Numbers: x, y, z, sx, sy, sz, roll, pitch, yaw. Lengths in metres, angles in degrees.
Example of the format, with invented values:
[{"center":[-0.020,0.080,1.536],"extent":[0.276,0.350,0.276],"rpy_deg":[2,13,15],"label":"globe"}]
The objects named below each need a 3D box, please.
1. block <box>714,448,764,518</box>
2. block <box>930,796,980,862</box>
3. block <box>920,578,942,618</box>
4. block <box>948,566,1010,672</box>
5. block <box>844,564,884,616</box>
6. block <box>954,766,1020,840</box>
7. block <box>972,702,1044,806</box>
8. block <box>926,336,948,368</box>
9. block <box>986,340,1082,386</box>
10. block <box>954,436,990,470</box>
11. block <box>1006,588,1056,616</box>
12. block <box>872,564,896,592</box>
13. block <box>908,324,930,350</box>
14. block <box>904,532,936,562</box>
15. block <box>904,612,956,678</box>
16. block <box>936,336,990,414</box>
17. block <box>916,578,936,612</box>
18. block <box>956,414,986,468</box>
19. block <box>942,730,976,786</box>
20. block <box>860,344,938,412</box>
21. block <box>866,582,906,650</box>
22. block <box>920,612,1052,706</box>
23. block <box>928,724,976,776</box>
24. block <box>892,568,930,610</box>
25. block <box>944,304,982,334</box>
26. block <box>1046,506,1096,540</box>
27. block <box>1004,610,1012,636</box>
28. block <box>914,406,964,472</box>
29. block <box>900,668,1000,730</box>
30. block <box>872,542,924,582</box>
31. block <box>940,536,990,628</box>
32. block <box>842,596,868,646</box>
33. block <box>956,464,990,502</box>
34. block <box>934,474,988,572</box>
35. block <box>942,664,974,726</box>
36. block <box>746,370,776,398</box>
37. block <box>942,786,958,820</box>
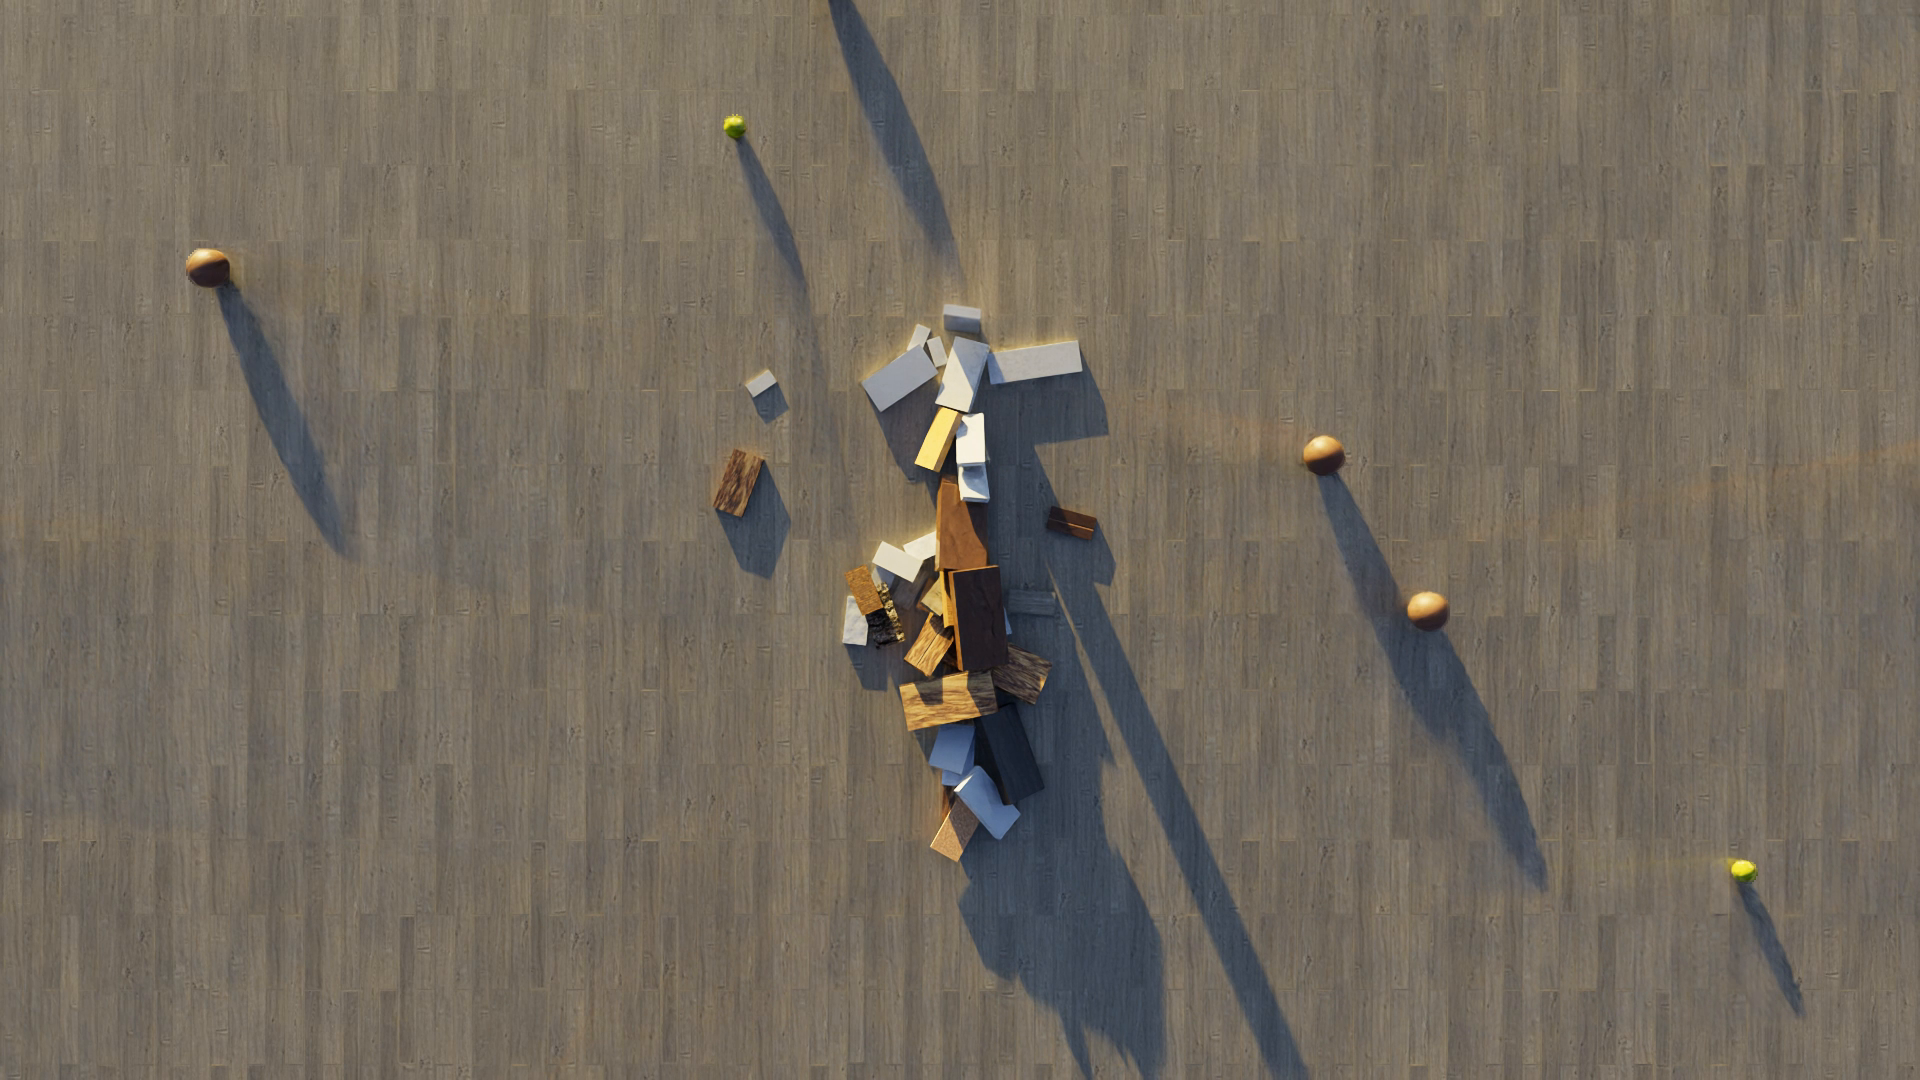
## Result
[{"center":[-0.737,-0.189,5.485],"extent":[0.103,0.029,0.206],"rpy_deg":[20,90,0],"label":"block"},{"center":[-0.004,0.951,5.457],"extent":[0.100,0.028,0.201],"rpy_deg":[29,90,0],"label":"block"},{"center":[-0.056,0.171,5.420],"extent":[0.078,0.022,0.156],"rpy_deg":[39,65,-3],"label":"block"},{"center":[0.062,0.253,5.341],"extent":[0.160,0.045,0.320],"rpy_deg":[-7,95,-18],"label":"block"},{"center":[-0.317,0.165,5.438],"extent":[0.077,0.022,0.154],"rpy_deg":[-23,91,-1],"label":"block"},{"center":[0.092,0.864,5.428],"extent":[0.113,0.032,0.227],"rpy_deg":[-47,109,-26],"label":"block"},{"center":[0.162,0.704,5.438],"extent":[0.152,0.043,0.303],"rpy_deg":[-19,90,-36],"label":"block"},{"center":[-0.074,-0.626,5.493],"extent":[0.047,0.013,0.094],"rpy_deg":[-18,90,0],"label":"block"},{"center":[0.247,-0.589,5.485],"extent":[0.308,0.029,0.103],"rpy_deg":[-8,90,0],"label":"block"},{"center":[0.032,-0.323,5.445],"extent":[0.091,0.026,0.183],"rpy_deg":[-16,63,-3],"label":"block"},{"center":[0.237,0.206,5.489],"extent":[0.156,0.022,0.078],"rpy_deg":[4,90,0],"label":"block"},{"center":[-0.246,0.098,5.490],"extent":[0.072,0.020,0.143],"rpy_deg":[22,90,0],"label":"block"},{"center":[-0.137,-0.666,5.493],"extent":[0.047,0.013,0.094],"rpy_deg":[23,90,0],"label":"block"},{"center":[-0.109,0.023,5.479],"extent":[0.143,0.020,0.072],"rpy_deg":[-24,82,-5],"label":"block"},{"center":[-0.088,0.336,5.396],"extent":[0.102,0.029,0.203],"rpy_deg":[34,73,0],"label":"block"},{"center":[0.010,-0.548,5.469],"extent":[0.117,0.033,0.233],"rpy_deg":[17,90,15],"label":"block"},{"center":[-0.101,0.184,5.492],"extent":[0.054,0.015,0.107],"rpy_deg":[24,90,0],"label":"block"},{"center":[0.035,-0.328,5.419],"extent":[0.091,0.026,0.183],"rpy_deg":[-3,63,4],"label":"block"},{"center":[-0.004,0.714,5.460],"extent":[0.100,0.028,0.201],"rpy_deg":[5,74,-1],"label":"block"},{"center":[-0.199,-0.537,5.476],"extent":[0.233,0.033,0.117],"rpy_deg":[-34,92,3],"label":"block"},{"center":[-0.261,0.251,5.465],"extent":[0.102,0.029,0.203],"rpy_deg":[-19,91,-1],"label":"block"},{"center":[0.076,0.383,5.449],"extent":[0.440,0.043,0.152],"rpy_deg":[26,74,-2],"label":"block"},{"center":[-0.017,0.650,5.446],"extent":[0.113,0.032,0.227],"rpy_deg":[17,75,3],"label":"block"},{"center":[-0.167,0.154,5.490],"extent":[0.072,0.020,0.143],"rpy_deg":[29,90,0],"label":"block"},{"center":[0.007,-0.714,5.330],"extent":[0.117,0.340,0.033],"rpy_deg":[8,90,0],"label":"block"},{"center":[0.370,-0.056,5.489],"extent":[0.154,0.022,0.077],"rpy_deg":[15,90,0],"label":"block"},{"center":[0.092,0.226,5.454],"extent":[0.102,0.029,0.203],"rpy_deg":[-14,78,-13],"label":"block"},{"center":[-0.069,-0.333,5.451],"extent":[0.029,0.103,0.206],"rpy_deg":[23,90,-40],"label":"block"},{"center":[-0.034,0.518,5.387],"extent":[0.303,0.043,0.152],"rpy_deg":[-13,85,8],"label":"block"},{"center":[-0.205,0.073,5.456],"extent":[0.154,0.022,0.077],"rpy_deg":[26,91,11],"label":"block"},{"center":[0.019,0.126,5.417],"extent":[0.160,0.045,0.320],"rpy_deg":[0,76,-18],"label":"block"},{"center":[-0.342,0.269,5.489],"extent":[0.078,0.022,0.156],"rpy_deg":[6,90,0],"label":"block"},{"center":[0.041,-0.209,5.429],"extent":[0.091,0.026,0.183],"rpy_deg":[4,57,-18],"label":"block"},{"center":[0.006,-0.050,5.411],"extent":[0.160,0.045,0.320],"rpy_deg":[7,73,-16],"label":"block"},{"center":[-0.003,0.496,5.454],"extent":[0.113,0.032,0.227],"rpy_deg":[3,75,-1],"label":"block"},{"center":[-0.661,-0.520,5.493],"extent":[0.094,0.013,0.047],"rpy_deg":[-34,90,0],"label":"block"},{"center":[-0.007,0.833,5.486],"extent":[0.100,0.028,0.201],"rpy_deg":[2,90,0],"label":"block"}]
